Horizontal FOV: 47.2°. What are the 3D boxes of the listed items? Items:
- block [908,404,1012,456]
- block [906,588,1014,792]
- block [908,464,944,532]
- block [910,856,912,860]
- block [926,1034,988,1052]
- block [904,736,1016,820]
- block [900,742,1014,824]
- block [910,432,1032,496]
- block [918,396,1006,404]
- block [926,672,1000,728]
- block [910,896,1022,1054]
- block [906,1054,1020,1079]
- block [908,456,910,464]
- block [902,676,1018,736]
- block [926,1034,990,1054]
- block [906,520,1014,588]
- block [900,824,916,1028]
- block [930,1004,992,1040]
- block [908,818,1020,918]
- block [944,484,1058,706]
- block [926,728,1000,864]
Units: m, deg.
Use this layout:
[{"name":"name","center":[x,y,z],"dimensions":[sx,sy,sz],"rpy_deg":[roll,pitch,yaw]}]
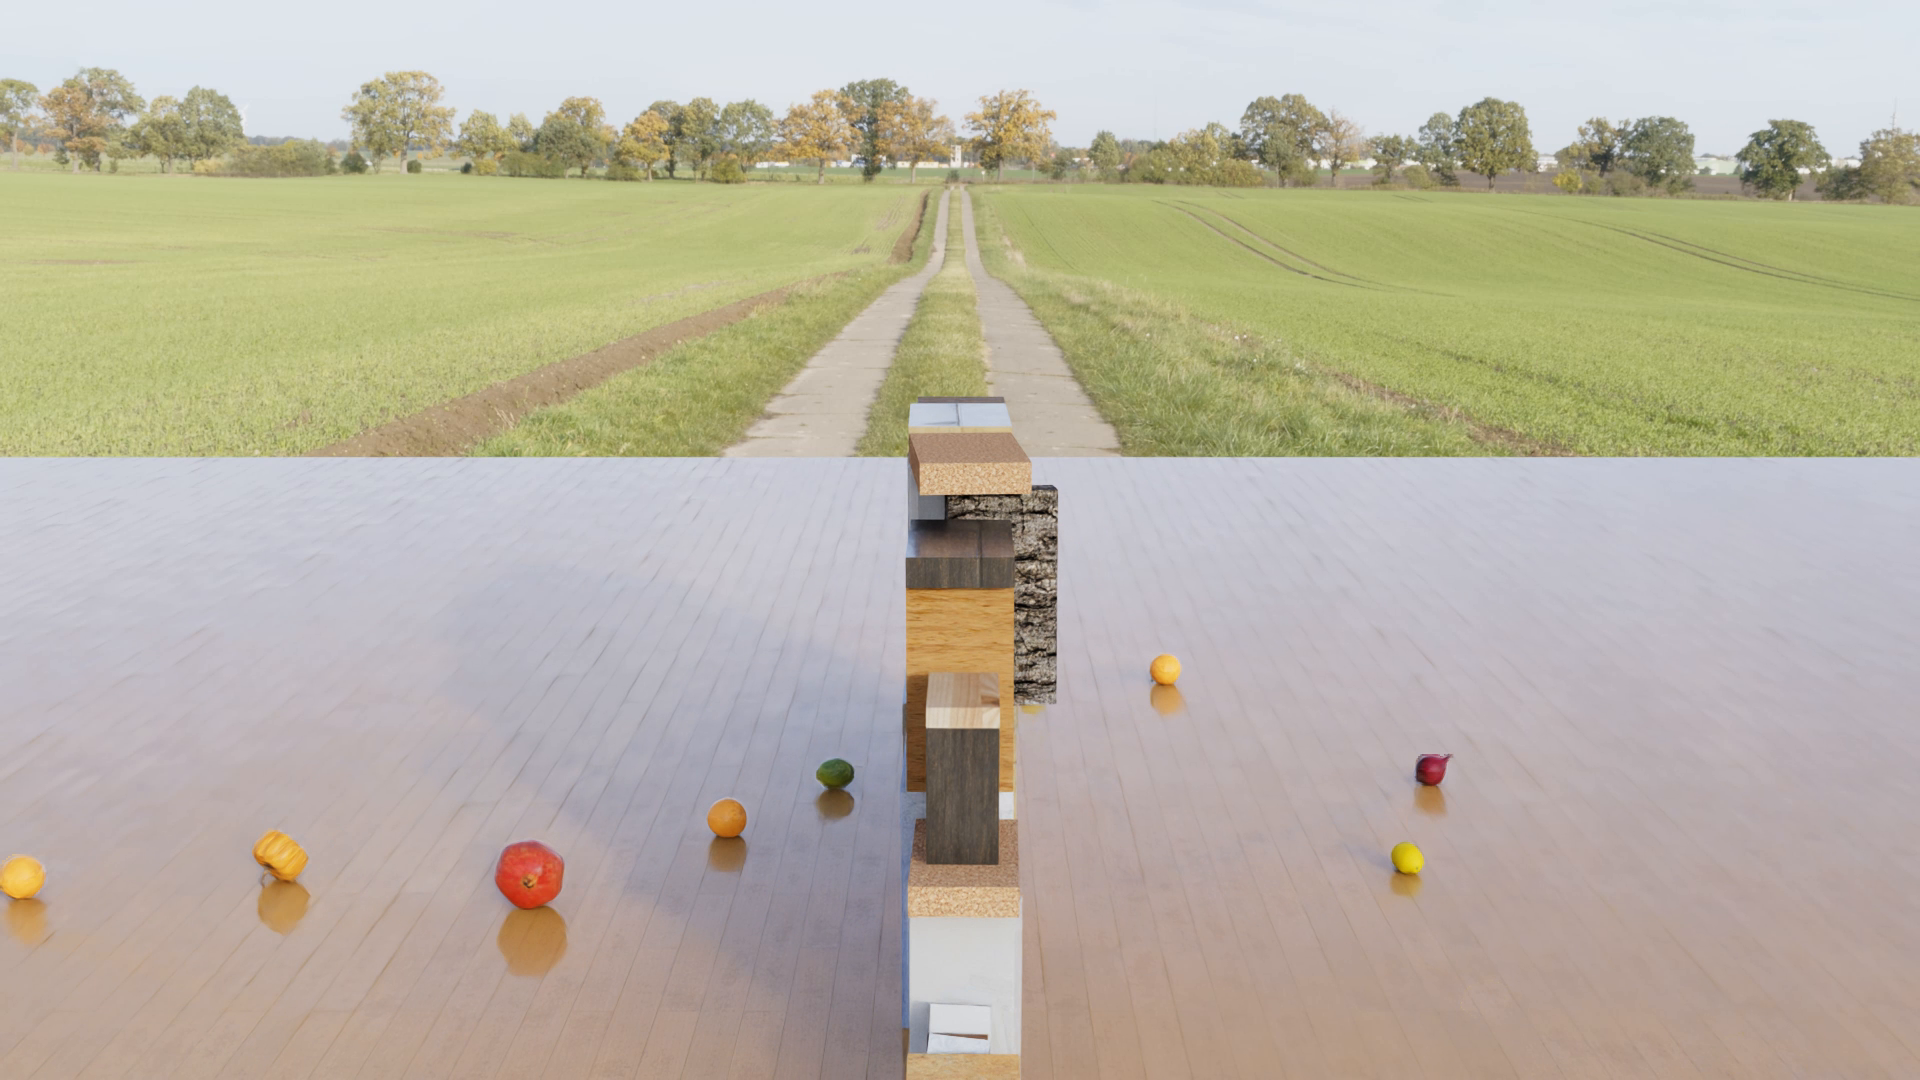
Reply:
[{"name":"block","center":[-0.002,-0.188,3.710],"dimensions":[0.167,0.047,0.334],"rpy_deg":[0,10,-1]},{"name":"block","center":[0.000,0.199,3.021],"dimensions":[0.146,0.292,0.041],"rpy_deg":[0,11,0]},{"name":"block","center":[0.001,0.044,3.524],"dimensions":[0.164,0.329,0.047],"rpy_deg":[0,11,0]},{"name":"block","center":[0.003,0.569,3.013],"dimensions":[0.140,0.280,0.040],"rpy_deg":[0,10,0]},{"name":"block","center":[-0.005,0.696,2.751],"dimensions":[0.077,0.154,0.022],"rpy_deg":[0,-33,3]},{"name":"block","center":[0.000,0.457,3.426],"dimensions":[0.175,0.349,0.049],"rpy_deg":[0,11,0]},{"name":"block","center":[-0.004,0.340,3.181],"dimensions":[0.156,0.044,0.312],"rpy_deg":[0,11,0]},{"name":"block","center":[0.012,-0.120,3.380],"dimensions":[0.164,0.047,0.328],"rpy_deg":[-1,11,-4]},{"name":"block","center":[0.003,-0.221,4.046],"dimensions":[0.164,0.046,0.328],"rpy_deg":[0,11,0]},{"name":"block","center":[0.004,0.208,2.873],"dimensions":[0.094,0.027,0.187],"rpy_deg":[0,10,0]},{"name":"block","center":[0.007,0.598,2.860],"dimensions":[0.140,0.280,0.040],"rpy_deg":[3,10,15]},{"name":"block","center":[0.002,0.703,2.593],"dimensions":[0.138,0.039,0.275],"rpy_deg":[0,22,1]},{"name":"block","center":[0.001,0.022,3.626],"dimensions":[0.167,0.334,0.047],"rpy_deg":[-2,7,-13]},{"name":"block","center":[0.000,0.240,3.504],"dimensions":[0.175,0.049,0.349],"rpy_deg":[0,11,0]},{"name":"block","center":[-0.010,0.694,2.727],"dimensions":[0.077,0.154,0.022],"rpy_deg":[5,-32,6]},{"name":"block","center":[0.000,0.017,3.086],"dimensions":[0.146,0.041,0.292],"rpy_deg":[0,11,0]},{"name":"block","center":[-0.005,0.535,3.112],"dimensions":[0.156,0.312,0.044],"rpy_deg":[0,11,0]},{"name":"block","center":[-0.002,0.673,2.809],"dimensions":[0.077,0.154,0.022],"rpy_deg":[1,-11,7]},{"name":"block","center":[0.007,0.429,2.893],"dimensions":[0.140,0.040,0.280],"rpy_deg":[0,10,1]},{"name":"block","center":[0.061,0.085,3.307],"dimensions":[0.164,0.328,0.047],"rpy_deg":[-1,11,-8]},{"name":"block","center":[0.004,0.325,2.832],"dimensions":[0.094,0.187,0.027],"rpy_deg":[0,11,1]}]
